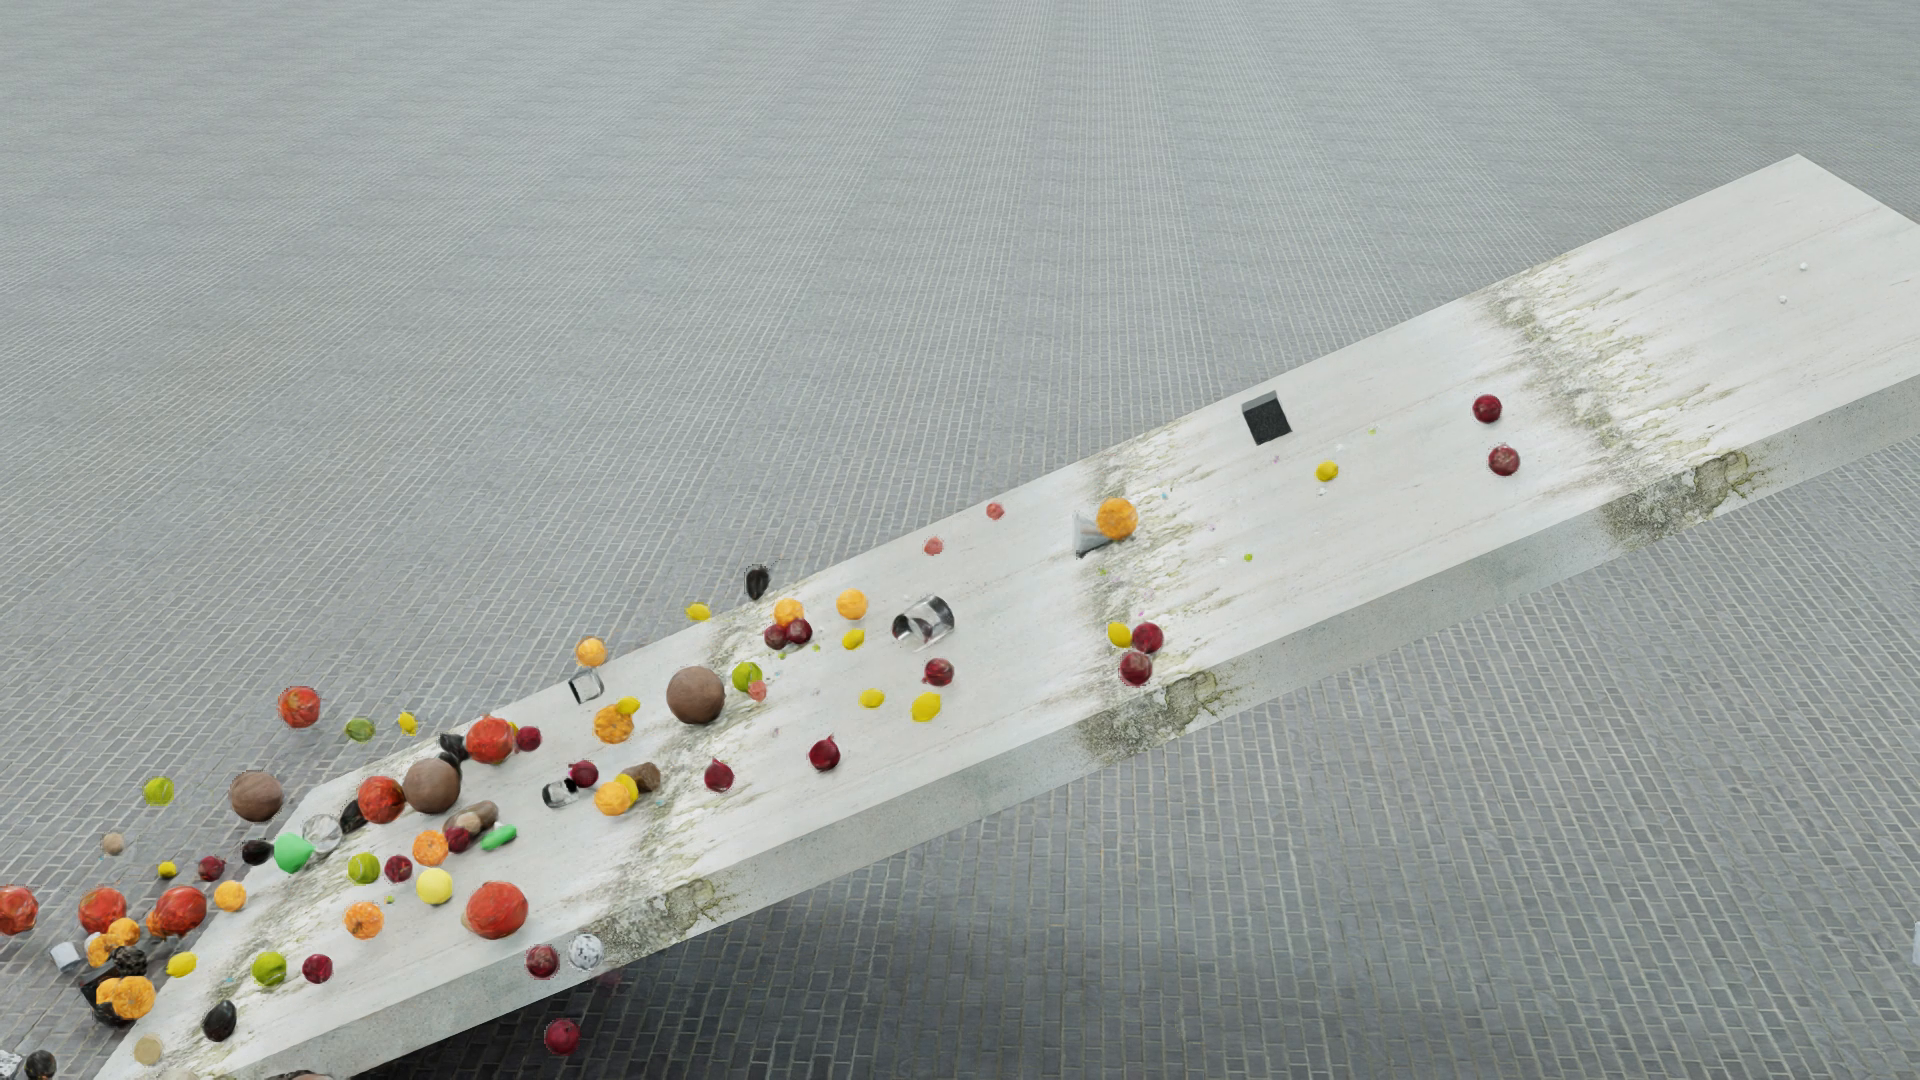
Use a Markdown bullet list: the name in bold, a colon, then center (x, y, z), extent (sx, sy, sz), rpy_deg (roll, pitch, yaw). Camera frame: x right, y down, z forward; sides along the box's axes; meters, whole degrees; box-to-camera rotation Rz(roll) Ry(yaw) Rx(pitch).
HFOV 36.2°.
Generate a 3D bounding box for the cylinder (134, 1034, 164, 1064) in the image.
- **cylinder**: center (-1.601, 1.005, 5.804), extent (0.052, 0.052, 0.052), rpy_deg (-2, 1, -9)

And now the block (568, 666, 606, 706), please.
- **block**: center (-0.904, 0.353, 7.123), extent (0.061, 0.061, 0.061), rpy_deg (-23, 13, 9)

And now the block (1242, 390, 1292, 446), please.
- **block**: center (0.688, -0.275, 6.607), extent (0.084, 0.084, 0.084), rpy_deg (-23, 13, 10)

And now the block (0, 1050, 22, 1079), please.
- **block**: center (-1.975, 1.094, 5.968), extent (0.094, 0.094, 0.094), rpy_deg (22, 12, -7)

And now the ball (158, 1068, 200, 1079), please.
- **ball**: center (-1.464, 1.032, 5.512), extent (0.086, 0.086, 0.086), rpy_deg (0, 15, 0)

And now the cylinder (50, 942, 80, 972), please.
- **cylinder**: center (-2.017, 0.939, 6.631), extent (0.050, 0.050, 0.050), rpy_deg (-29, -16, -9)

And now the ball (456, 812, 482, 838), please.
- **ball**: center (-1.058, 0.615, 6.330), extent (0.056, 0.056, 0.056), rpy_deg (0, 15, 0)

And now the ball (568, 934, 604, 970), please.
- **ball**: center (-0.684, 0.752, 5.378), extent (0.065, 0.065, 0.065), rpy_deg (0, 15, 0)

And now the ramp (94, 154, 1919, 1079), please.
- **ramp**: center (0.133, 0.170, 6.284), extent (4.000, 0.100, 2.000), rpy_deg (-23, 13, 9)

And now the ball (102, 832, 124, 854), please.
- **ball**: center (-2.112, 0.758, 7.339), extent (0.054, 0.054, 0.054), rpy_deg (0, 15, 0)

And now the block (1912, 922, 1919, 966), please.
- **block**: center (2.225, 0.924, 6.648), extent (0.096, 0.096, 0.096), rpy_deg (-3, 15, -11)

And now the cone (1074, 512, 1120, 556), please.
- **cone**: center (0.301, -0.011, 6.367), extent (0.097, 0.097, 0.097), rpy_deg (1, 15, -6)

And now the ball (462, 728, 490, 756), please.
- **ball**: center (-1.157, 0.484, 7.040), extent (0.065, 0.065, 0.065), rpy_deg (0, 15, 0)

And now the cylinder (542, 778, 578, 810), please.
- **cylinder**: center (-0.855, 0.542, 6.286), extent (0.055, 0.055, 0.055), rpy_deg (-19, 7, 24)

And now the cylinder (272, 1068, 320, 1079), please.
- **cylinder**: center (-1.222, 1.018, 5.358), extent (0.092, 0.092, 0.092), rpy_deg (-16, -9, -45)

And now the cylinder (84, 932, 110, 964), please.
- **cylinder**: center (-1.965, 0.930, 6.699), extent (0.054, 0.054, 0.054), rpy_deg (-5, 16, -19)

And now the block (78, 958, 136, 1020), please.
- **block**: center (-1.852, 0.976, 6.385), extent (0.086, 0.086, 0.086), rpy_deg (-33, 13, -15)

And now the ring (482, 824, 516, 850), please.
- **ring**: center (-0.975, 0.629, 6.218), extent (0.082, 0.027, 0.082), rpy_deg (-28, 5, 3)

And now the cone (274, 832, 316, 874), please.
- **cone**: center (-1.505, 0.711, 6.739), extent (0.094, 0.094, 0.094), rpy_deg (-14, 4, 37)

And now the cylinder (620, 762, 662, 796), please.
- **cylinder**: center (-0.662, 0.496, 6.102), extent (0.060, 0.060, 0.060), rpy_deg (-17, 5, 32)

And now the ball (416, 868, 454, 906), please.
- **ball**: center (-1.070, 0.706, 5.990), extent (0.075, 0.075, 0.075), rpy_deg (0, 15, 0)

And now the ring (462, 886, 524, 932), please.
- **ring**: center (-0.910, 0.716, 5.721), extent (0.131, 0.044, 0.131), rpy_deg (-24, 14, 6)

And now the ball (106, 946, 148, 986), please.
- **ball**: center (-1.838, 0.939, 6.486), extent (0.089, 0.089, 0.089), rpy_deg (0, 15, 0)

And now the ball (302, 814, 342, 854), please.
- **ball**: center (-1.478, 0.680, 6.814), extent (0.092, 0.092, 0.092), rpy_deg (0, 15, 0)

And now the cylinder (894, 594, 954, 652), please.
- **cylinder**: center (-0.075, 0.176, 6.213), extent (0.091, 0.091, 0.091), rpy_deg (15, 38, 43)

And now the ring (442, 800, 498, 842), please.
- **ring**: center (-1.068, 0.614, 6.422), extent (0.134, 0.045, 0.134), rpy_deg (-25, 12, 6)
